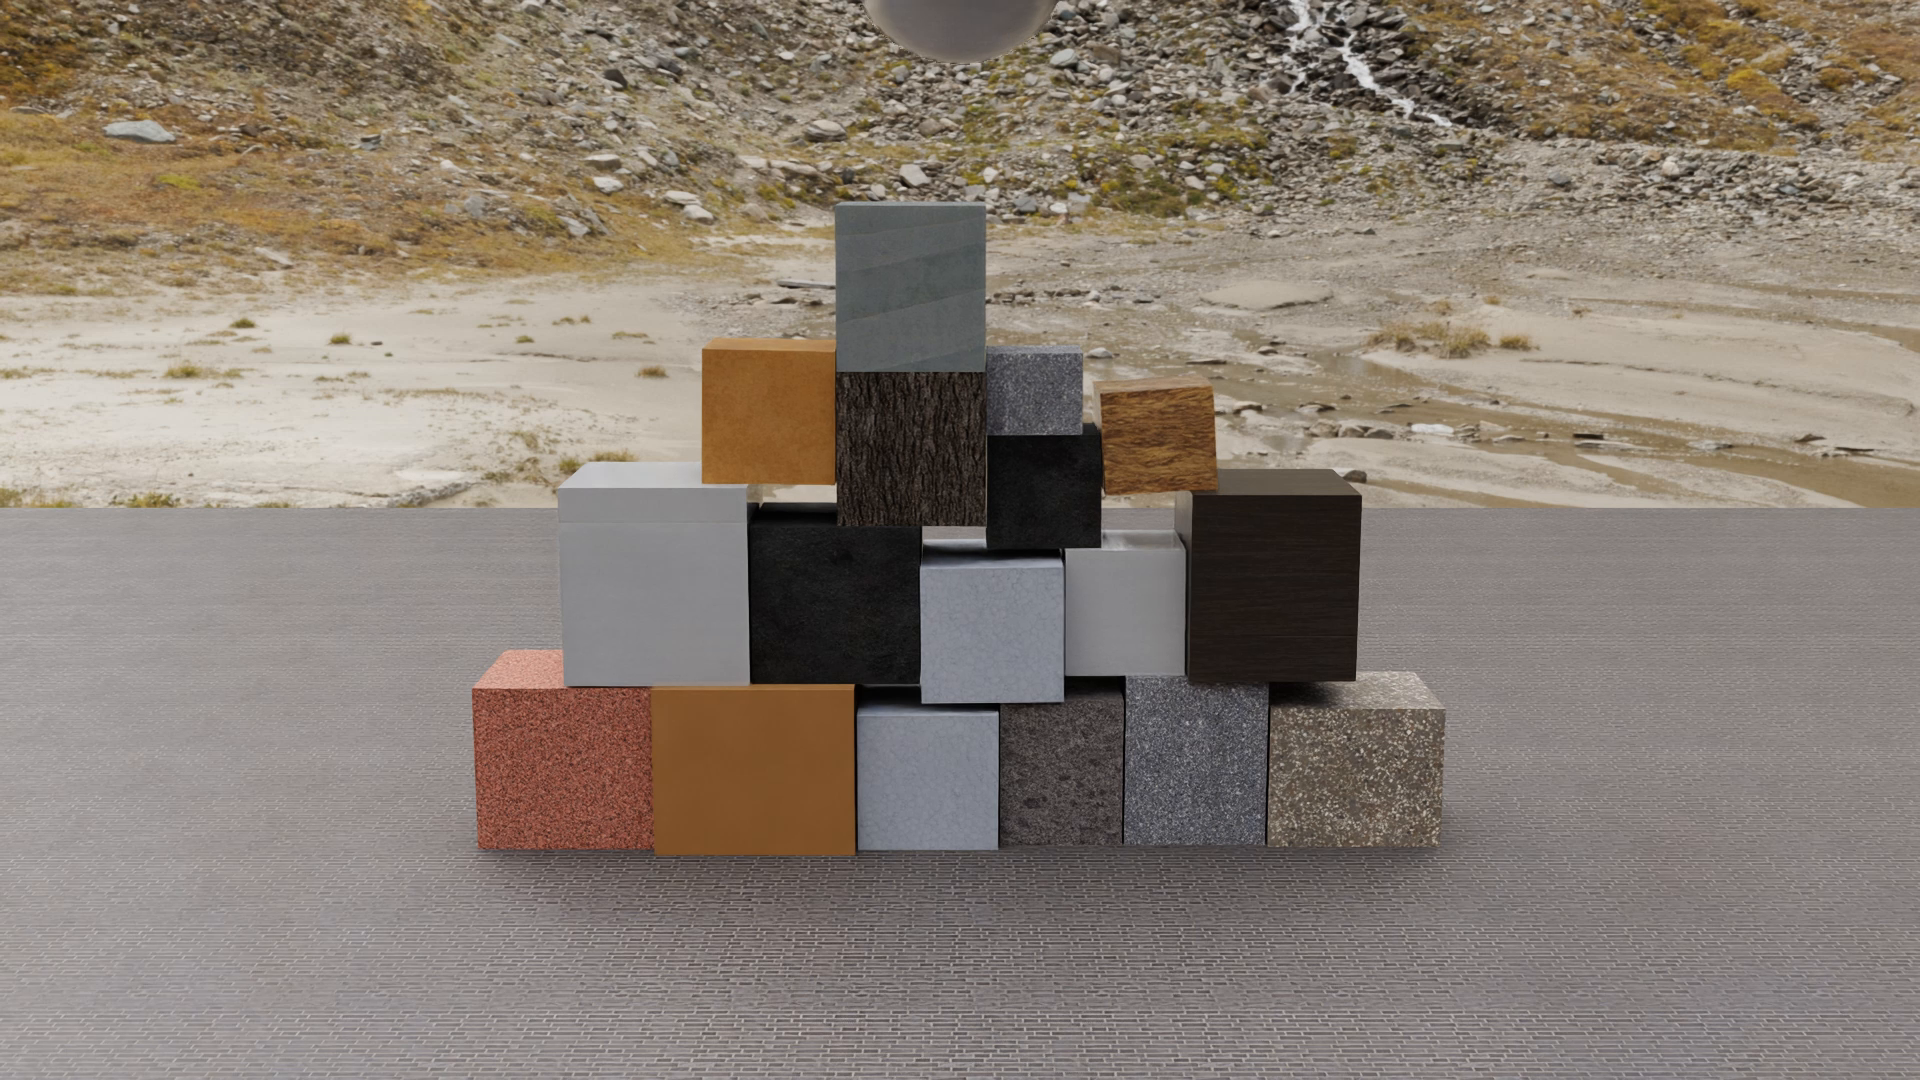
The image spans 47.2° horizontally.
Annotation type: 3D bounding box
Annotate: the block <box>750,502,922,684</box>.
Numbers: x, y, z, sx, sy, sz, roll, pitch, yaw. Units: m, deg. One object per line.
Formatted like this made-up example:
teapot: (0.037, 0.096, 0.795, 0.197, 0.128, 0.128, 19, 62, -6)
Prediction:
block: (-0.614, 0.259, 11.213, 0.829, 0.789, 0.759, 0, 10, 0)

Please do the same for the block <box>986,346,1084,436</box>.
block: (0.368, -0.754, 11.032, 0.474, 0.403, 0.436, 0, 10, 0)

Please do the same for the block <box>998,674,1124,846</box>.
block: (0.509, 1.108, 11.374, 0.616, 0.751, 0.709, 0, 10, 0)

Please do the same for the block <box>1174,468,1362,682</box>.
block: (1.546, 0.163, 11.224, 0.826, 0.934, 0.874, 0, 10, 0)

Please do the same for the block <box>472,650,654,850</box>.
block: (-1.973, 1.068, 11.372, 0.888, 0.830, 0.841, 0, 10, 0)

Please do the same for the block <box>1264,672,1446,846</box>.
block: (1.983, 1.123, 11.391, 0.869, 0.715, 0.781, 0, 10, 0)

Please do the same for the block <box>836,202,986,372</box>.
block: (-0.237, -1.269, 10.931, 0.724, 0.798, 0.679, 0, 10, 0)

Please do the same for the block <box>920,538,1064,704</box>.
block: (0.159, 0.402, 11.253, 0.707, 0.682, 0.805, -1, 10, 0)

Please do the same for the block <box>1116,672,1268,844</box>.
block: (1.183, 1.048, 11.382, 0.712, 0.865, 0.729, 0, 10, 0)

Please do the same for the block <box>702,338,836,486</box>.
block: (-0.936, -0.656, 11.078, 0.657, 0.659, 0.628, 1, 10, 0)

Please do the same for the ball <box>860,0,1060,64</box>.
ball: (0.000, -4.213, 15.654, 1.600, 1.600, 1.600, 0, 10, 0)

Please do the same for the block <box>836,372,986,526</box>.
block: (-0.237, -0.507, 11.100, 0.732, 0.761, 0.729, 0, 10, 0)

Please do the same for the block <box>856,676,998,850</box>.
block: (-0.160, 1.137, 11.369, 0.703, 0.695, 0.835, 0, 10, 0)

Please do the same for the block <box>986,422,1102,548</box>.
block: (0.416, -0.281, 11.143, 0.570, 0.568, 0.494, 0, 10, 0)

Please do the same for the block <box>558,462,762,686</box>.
block: (-1.499, 0.155, 11.218, 0.919, 0.991, 0.882, 0, 10, 0)

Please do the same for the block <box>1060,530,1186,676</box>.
block: (0.823, 0.312, 11.233, 0.596, 0.637, 0.585, 0, 10, 0)

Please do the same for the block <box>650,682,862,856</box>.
block: (-1.020, 1.060, 11.375, 0.997, 0.845, 1.039, 0, 10, 0)

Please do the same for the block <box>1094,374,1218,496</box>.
block: (0.979, -0.534, 11.077, 0.556, 0.510, 0.541, -4, 10, 0)
